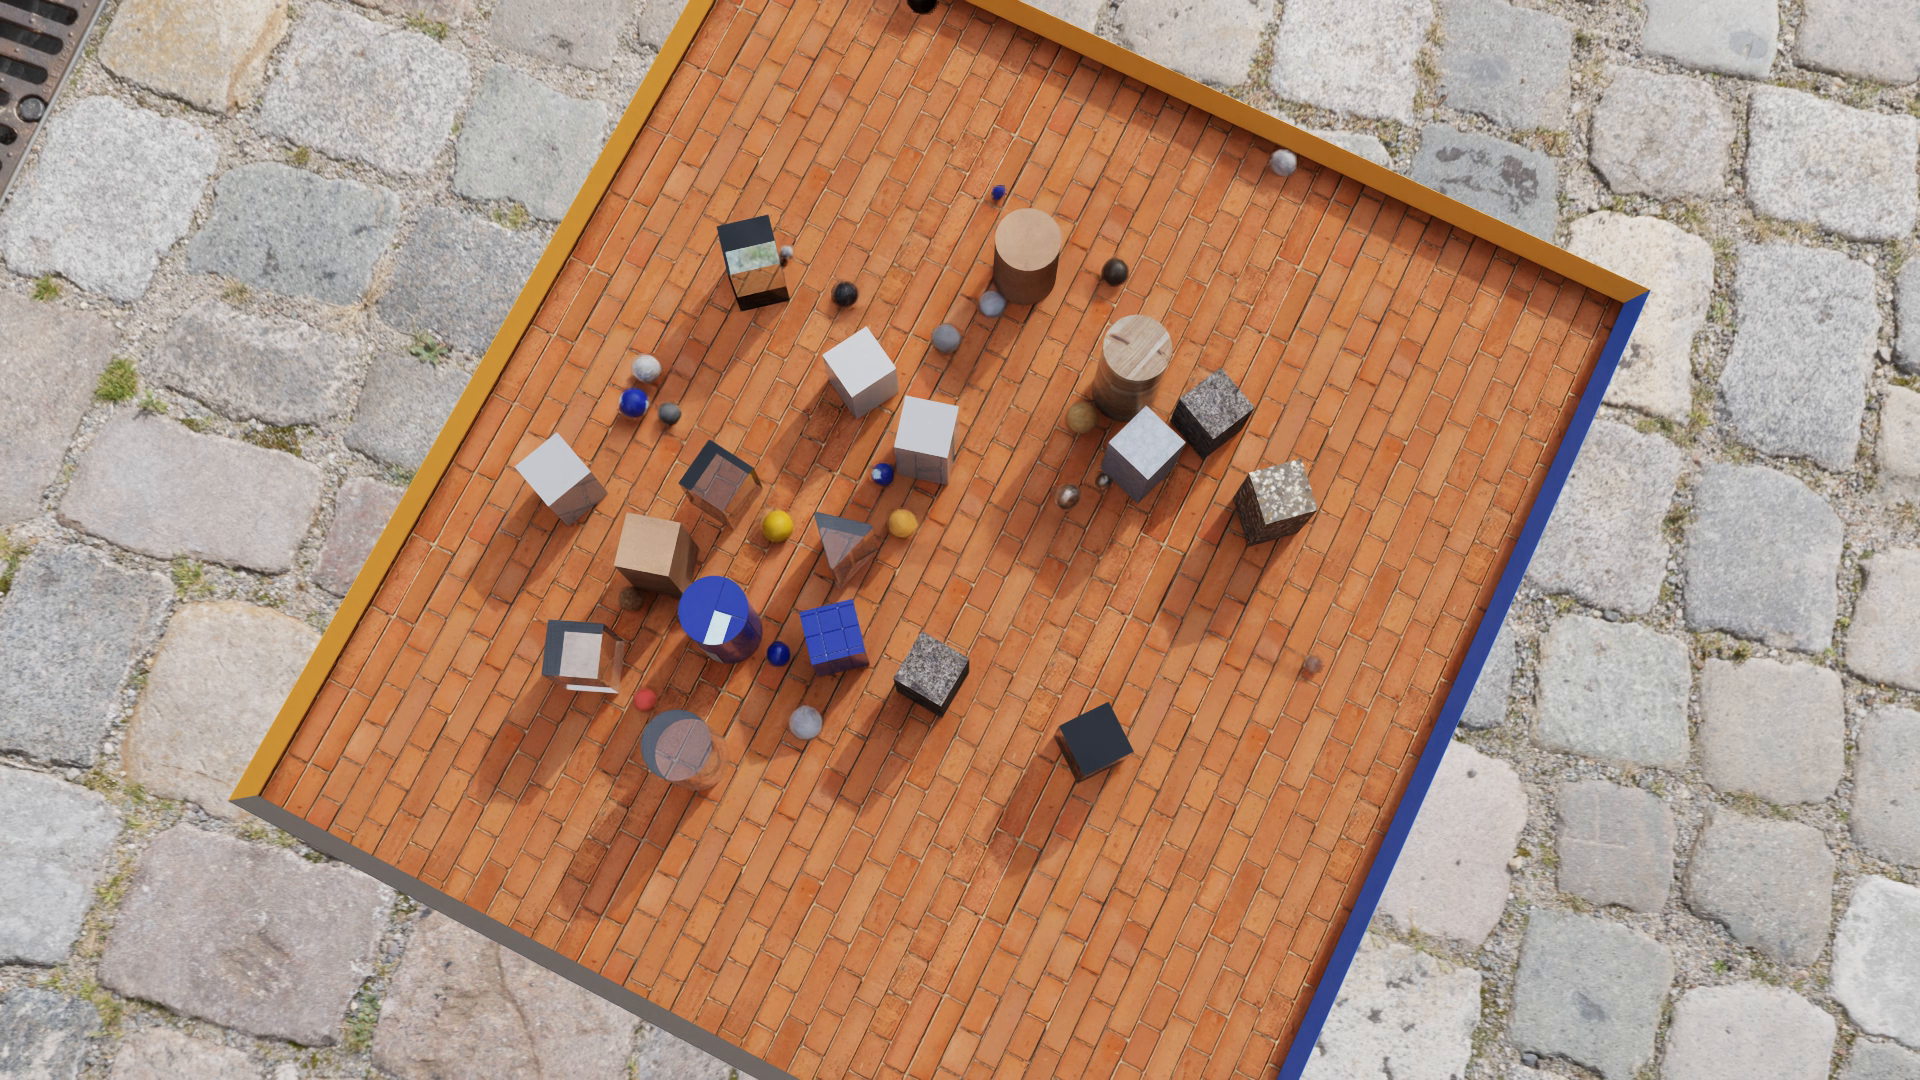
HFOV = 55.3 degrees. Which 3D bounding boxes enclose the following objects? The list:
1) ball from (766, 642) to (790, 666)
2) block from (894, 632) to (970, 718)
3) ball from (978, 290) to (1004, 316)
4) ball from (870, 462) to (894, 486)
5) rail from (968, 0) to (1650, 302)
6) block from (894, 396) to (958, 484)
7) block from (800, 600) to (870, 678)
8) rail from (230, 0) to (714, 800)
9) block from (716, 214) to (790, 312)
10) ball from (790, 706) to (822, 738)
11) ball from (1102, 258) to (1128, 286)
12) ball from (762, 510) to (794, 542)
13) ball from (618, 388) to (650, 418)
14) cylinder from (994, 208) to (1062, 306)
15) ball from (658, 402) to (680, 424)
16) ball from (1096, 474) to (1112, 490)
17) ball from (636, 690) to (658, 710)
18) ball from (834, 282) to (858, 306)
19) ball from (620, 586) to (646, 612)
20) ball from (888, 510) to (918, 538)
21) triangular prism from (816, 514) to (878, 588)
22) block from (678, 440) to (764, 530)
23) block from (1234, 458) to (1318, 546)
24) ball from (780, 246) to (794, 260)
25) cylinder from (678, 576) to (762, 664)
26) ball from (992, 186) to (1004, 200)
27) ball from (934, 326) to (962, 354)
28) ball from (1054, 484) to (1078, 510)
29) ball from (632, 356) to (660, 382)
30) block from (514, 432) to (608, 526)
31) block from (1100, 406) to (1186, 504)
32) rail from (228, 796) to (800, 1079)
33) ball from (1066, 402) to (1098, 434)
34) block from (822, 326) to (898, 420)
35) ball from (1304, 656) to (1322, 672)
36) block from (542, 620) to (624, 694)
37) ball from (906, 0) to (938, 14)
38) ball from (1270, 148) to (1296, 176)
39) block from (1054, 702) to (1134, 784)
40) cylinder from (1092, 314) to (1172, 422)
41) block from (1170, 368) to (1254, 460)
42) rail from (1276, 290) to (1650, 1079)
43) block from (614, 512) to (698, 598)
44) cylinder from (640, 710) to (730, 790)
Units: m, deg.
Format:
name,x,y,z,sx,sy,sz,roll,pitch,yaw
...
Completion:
name,x,y,z,sx,sy,sz,roll,pitch,yaw
ball,-0.545,0.341,5.509,0.072,0.072,0.072,0,78,0
block,-0.082,0.397,5.377,0.159,0.307,0.159,30,80,6
ball,0.099,-0.739,5.728,0.082,0.082,0.082,0,78,0
ball,-0.238,-0.201,5.622,0.071,0.071,0.071,0,78,0
rail,0.728,-1.418,5.843,3.110,0.129,0.045,26,80,5
block,-0.098,-0.296,5.505,0.159,0.339,0.159,12,79,2
block,-0.368,0.293,5.417,0.159,0.272,0.159,-14,79,-3
rail,-1.370,-0.664,5.687,0.045,0.129,3.302,26,80,5
block,-0.631,-0.846,5.622,0.159,0.332,0.159,-13,79,-3
ball,-0.459,0.542,5.454,0.098,0.098,0.098,0,78,0
ball,0.486,-0.842,5.748,0.084,0.084,0.084,0,78,0
ball,-0.554,-0.043,5.576,0.097,0.097,0.097,0,78,0
ball,-1.006,-0.421,5.657,0.092,0.092,0.092,0,78,0
cylinder,0.204,-0.868,5.637,0.199,0.312,0.199,0,78,0
ball,-0.897,-0.390,5.663,0.068,0.068,0.068,0,78,0
ball,0.440,-0.180,5.630,0.048,0.048,0.048,0,78,0
ball,-0.939,0.479,5.484,0.065,0.065,0.065,0,78,0
ball,-0.356,-0.769,5.735,0.080,0.080,0.080,0,78,0
ball,-0.990,0.178,5.542,0.074,0.074,0.074,0,78,0
ball,-0.175,-0.050,5.582,0.088,0.088,0.088,0,78,0
triangular prism,-0.365,0.005,5.450,0.149,0.325,0.172,43,81,8
block,-0.716,-0.163,5.513,0.159,0.269,0.159,33,80,6
block,0.938,-0.108,5.473,0.159,0.325,0.159,-15,79,-3
ball,-0.548,-0.905,5.783,0.042,0.042,0.042,0,78,0
cylinder,-0.697,0.238,5.370,0.199,0.387,0.199,0,78,0
ball,0.121,-1.102,5.824,0.041,0.041,0.041,0,78,0
ball,-0.040,-0.624,5.702,0.086,0.086,0.086,0,78,0
ball,0.325,-0.133,5.605,0.076,0.076,0.076,0,78,0
ball,-0.971,-0.531,5.683,0.086,0.086,0.086,0,78,0
block,-1.194,-0.179,5.511,0.159,0.279,0.159,-41,81,-8
block,0.547,-0.253,5.508,0.159,0.315,0.159,44,82,8
rail,-0.728,1.432,5.253,3.110,0.129,0.045,26,80,5
ball,0.376,-0.377,5.644,0.098,0.098,0.098,0,78,0
block,-0.301,-0.507,5.593,0.159,0.251,0.159,-34,80,-7
ball,1.064,0.373,5.513,0.052,0.052,0.052,0,78,0
block,-1.100,0.344,5.371,0.159,0.342,0.159,4,78,1
ball,-0.123,-1.754,5.929,0.099,0.099,0.099,0,78,0
ball,1.027,-1.201,5.823,0.084,0.084,0.084,0,78,0
block,0.387,0.594,5.345,0.159,0.291,0.159,-26,79,-5
cylinder,0.512,-0.509,5.496,0.199,0.443,0.199,0,78,0
block,0.764,-0.382,5.569,0.159,0.249,0.159,-37,81,-7
rail,1.370,0.677,5.409,0.045,0.129,3.302,26,80,5
block,-0.892,0.050,5.414,0.159,0.376,0.159,11,79,2
cylinder,-0.789,0.610,5.289,0.199,0.395,0.199,0,78,0
